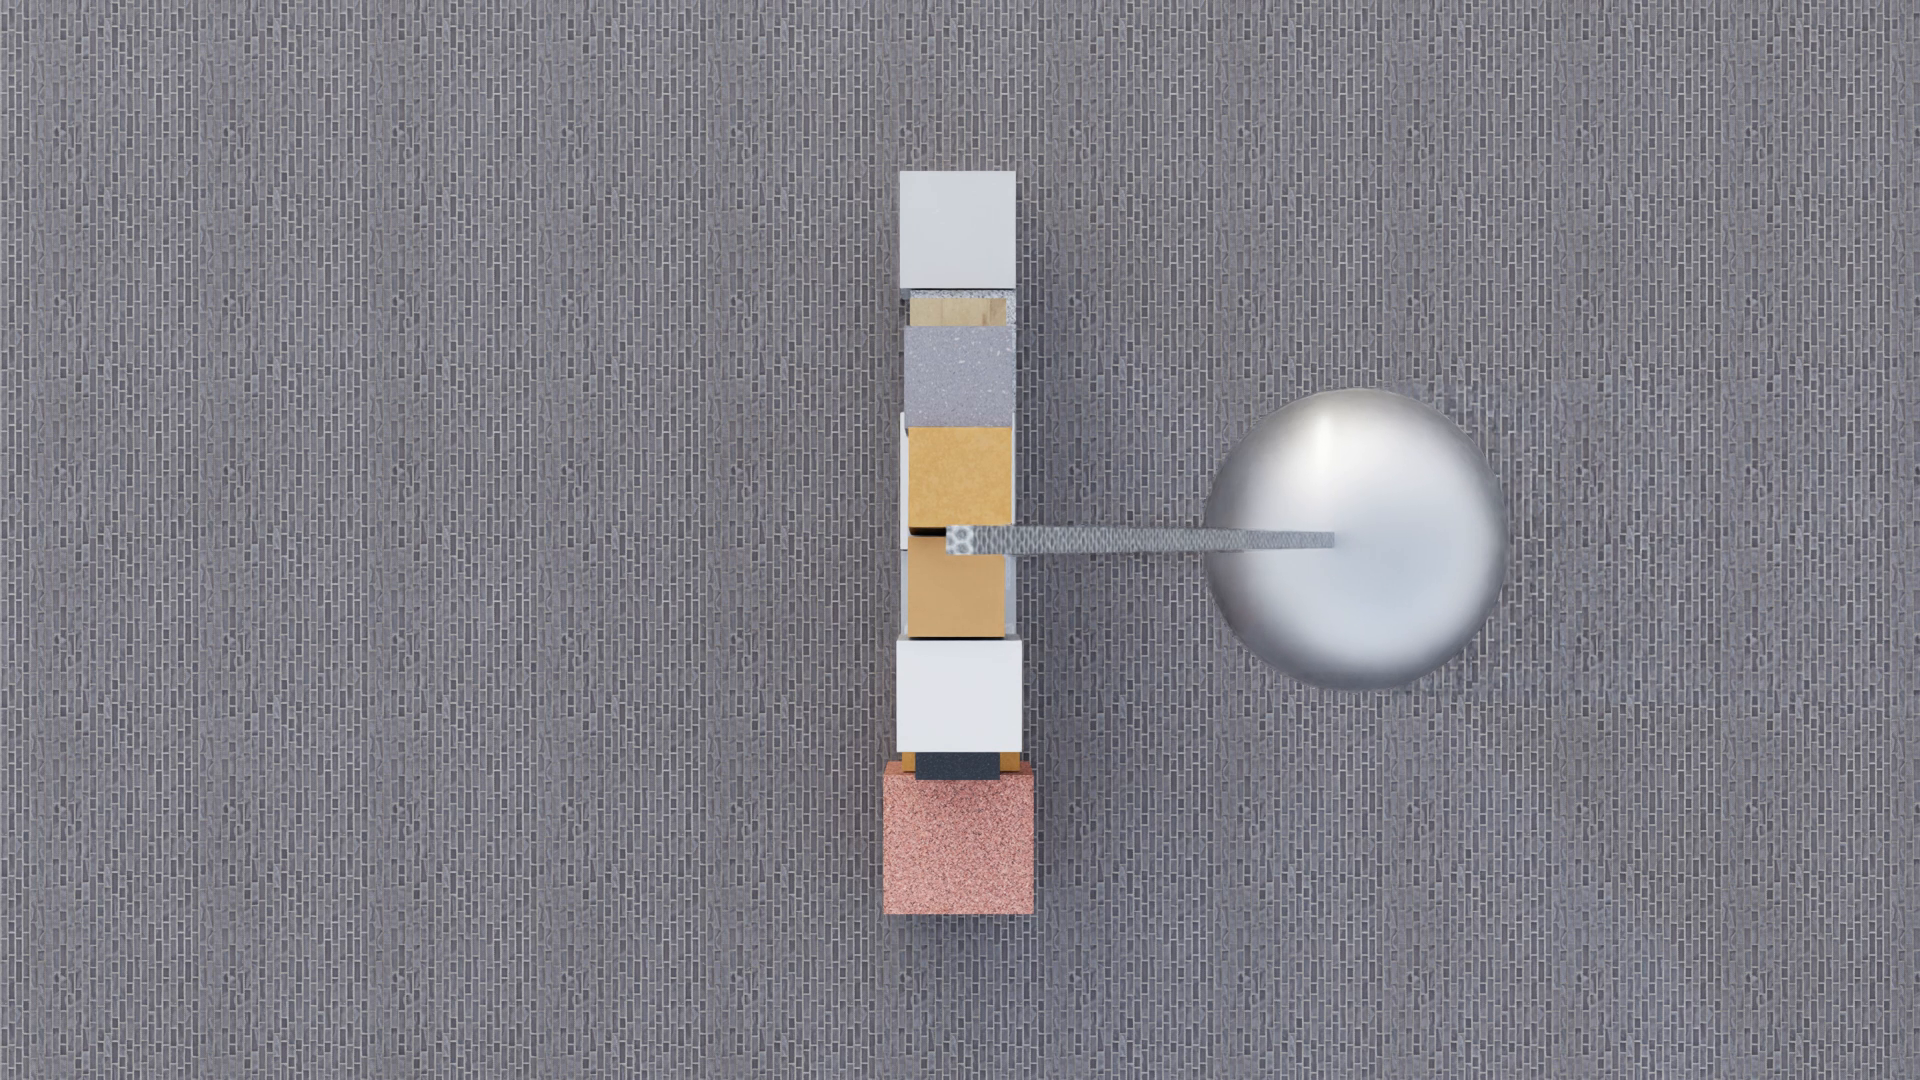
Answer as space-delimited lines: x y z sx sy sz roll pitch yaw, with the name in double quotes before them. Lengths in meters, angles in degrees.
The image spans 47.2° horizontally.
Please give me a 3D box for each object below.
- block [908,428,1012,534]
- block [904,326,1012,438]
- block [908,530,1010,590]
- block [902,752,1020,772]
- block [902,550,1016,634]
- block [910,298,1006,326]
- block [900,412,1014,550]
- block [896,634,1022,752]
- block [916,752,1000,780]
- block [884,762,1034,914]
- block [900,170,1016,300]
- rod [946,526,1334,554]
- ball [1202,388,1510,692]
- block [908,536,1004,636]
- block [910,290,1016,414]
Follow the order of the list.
"block" 0.000 -0.302 11.514 0.527 0.549 0.512 0 86 0
"block" -0.008 -0.828 11.577 0.556 0.518 0.531 0 88 0
"block" -0.005 0.015 12.070 0.550 0.571 0.503 0 90 0
"block" 0.005 0.972 12.676 0.661 0.648 0.651 0 90 0
"block" -0.008 0.349 12.706 0.649 0.588 0.575 0 90 0
"block" -0.010 -1.027 12.136 0.518 0.577 0.550 0 90 0
"block" -0.013 -0.332 12.678 0.642 0.644 0.768 0 90 0
"block" -0.004 0.800 11.628 0.643 0.590 0.572 0 91 0
"block" -0.013 1.042 12.141 0.461 0.423 0.519 0 90 0
"block" -0.008 1.694 12.613 0.835 0.773 0.773 0 90 0
"block" -0.013 -1.751 12.699 0.652 0.602 0.660 0 90 0
"rod" 0.899 0.000 8.381 0.080 5.200 0.080 0 90 20
"ball" 2.074 0.000 11.571 1.600 1.600 1.600 0 90 0
"block" -0.019 0.241 11.549 0.500 0.471 0.514 0 90 0
"block" 0.019 -1.068 12.712 0.594 0.576 0.685 0 90 0
